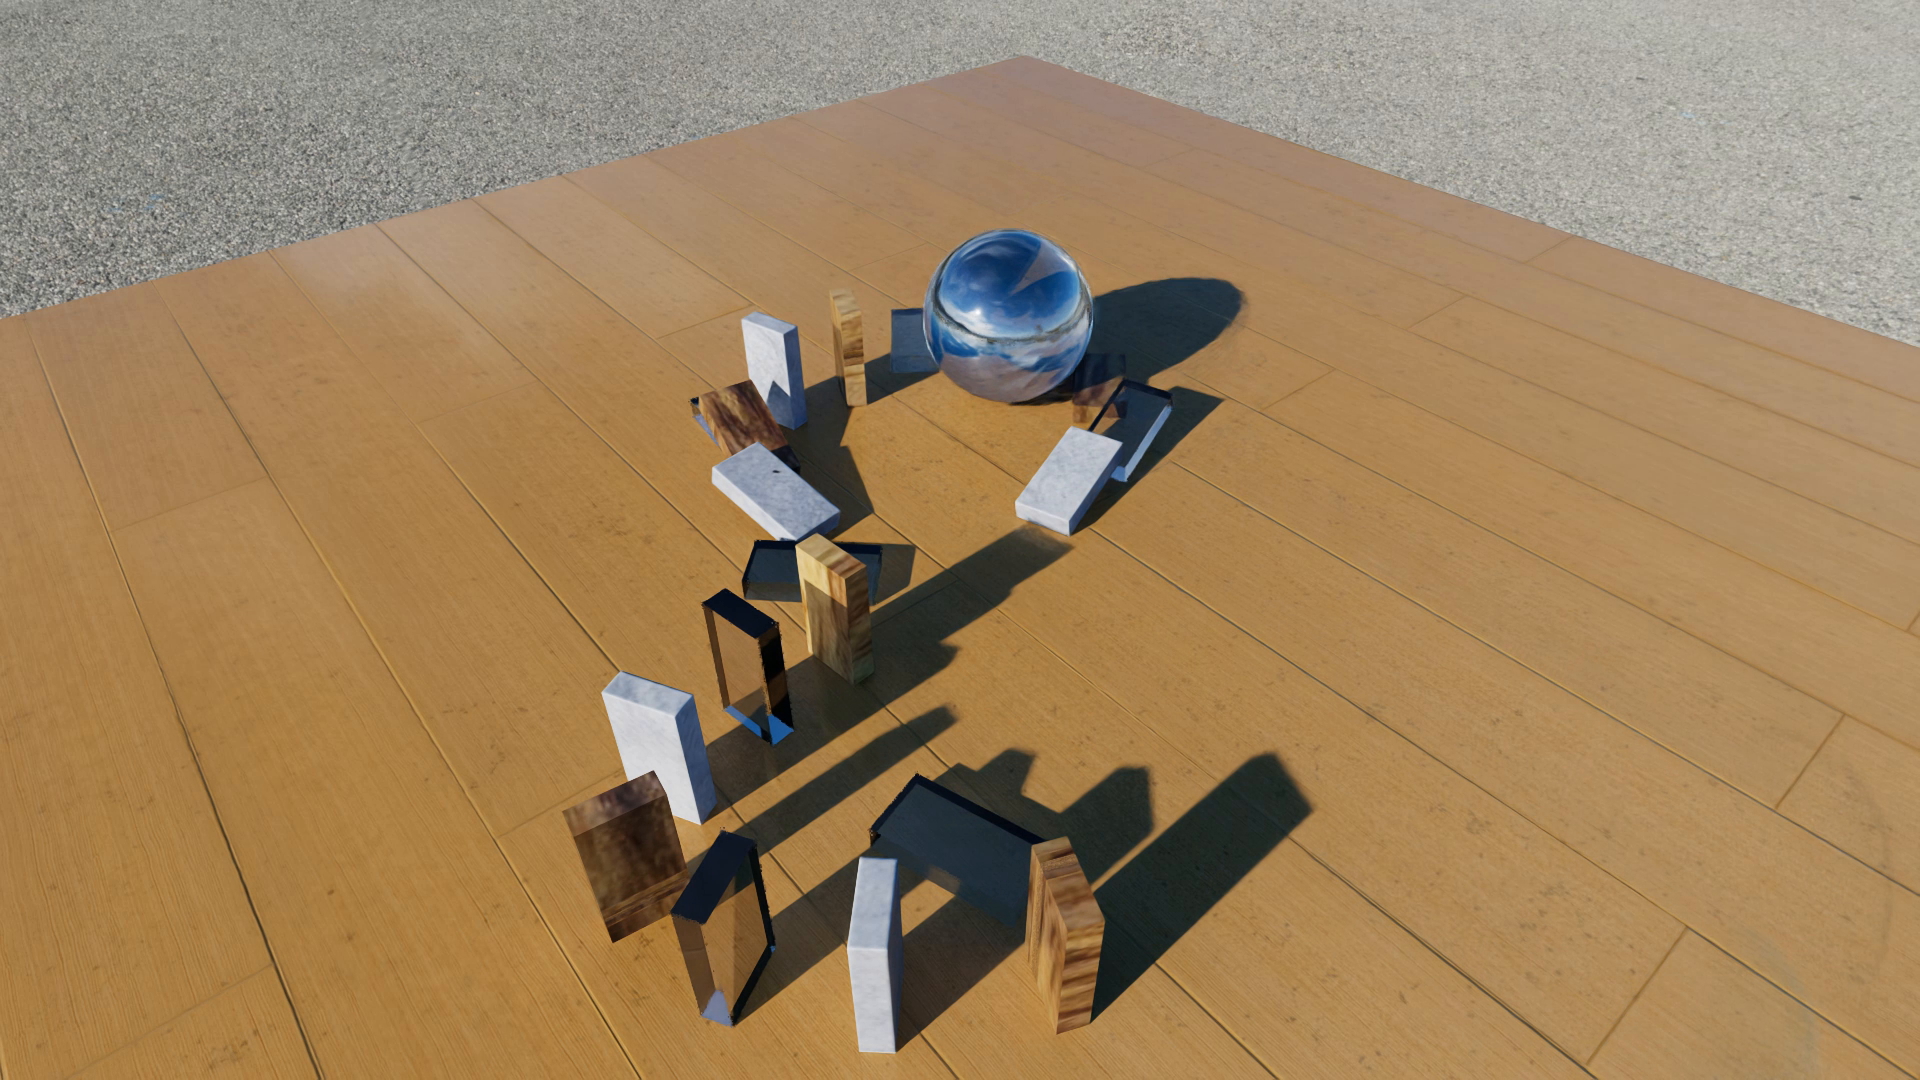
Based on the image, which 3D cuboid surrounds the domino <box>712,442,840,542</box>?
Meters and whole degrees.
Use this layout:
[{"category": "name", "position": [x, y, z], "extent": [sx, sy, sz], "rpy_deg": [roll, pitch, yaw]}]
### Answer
[{"category": "domino", "position": [-0.076, -0.018, 0.455], "extent": [0.050, 0.010, 0.025], "rpy_deg": [39, 52, 18]}]

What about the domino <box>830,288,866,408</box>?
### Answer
[{"category": "domino", "position": [-0.053, -0.091, 0.522], "extent": [0.010, 0.050, 0.025], "rpy_deg": [-11, 41, -13]}]

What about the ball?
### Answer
[{"category": "ball", "position": [0.022, -0.105, 0.515], "extent": [0.080, 0.080, 0.080], "rpy_deg": [0, 39, 0]}]

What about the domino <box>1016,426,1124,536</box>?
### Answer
[{"category": "domino", "position": [0.047, -0.026, 0.467], "extent": [0.025, 0.010, 0.050], "rpy_deg": [22, 56, 24]}]

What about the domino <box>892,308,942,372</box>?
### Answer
[{"category": "domino", "position": [-0.023, -0.104, 0.571], "extent": [0.025, 0.009, 0.050], "rpy_deg": [-2, 39, -2]}]

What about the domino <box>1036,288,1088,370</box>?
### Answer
[{"category": "domino", "position": [0.053, -0.110, 0.568], "extent": [0.025, 0.009, 0.050], "rpy_deg": [-25, 33, 23]}]

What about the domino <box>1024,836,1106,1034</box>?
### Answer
[{"category": "domino", "position": [0.026, 0.103, 0.286], "extent": [0.009, 0.050, 0.025], "rpy_deg": [-11, 41, -13]}]

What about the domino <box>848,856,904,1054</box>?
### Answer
[{"category": "domino", "position": [-0.021, 0.107, 0.281], "extent": [0.010, 0.050, 0.025], "rpy_deg": [2, 39, 2]}]

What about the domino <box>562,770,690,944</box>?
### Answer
[{"category": "domino", "position": [-0.090, 0.088, 0.304], "extent": [0.025, 0.050, 0.010], "rpy_deg": [-22, 44, -25]}]

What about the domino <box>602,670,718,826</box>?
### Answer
[{"category": "domino", "position": [-0.090, 0.064, 0.334], "extent": [0.025, 0.050, 0.009], "rpy_deg": [15, 42, 17]}]

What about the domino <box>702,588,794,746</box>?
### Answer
[{"category": "domino", "position": [-0.069, 0.042, 0.360], "extent": [0.025, 0.050, 0.010], "rpy_deg": [28, 47, 30]}]

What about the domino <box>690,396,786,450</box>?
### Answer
[{"category": "domino", "position": [-0.103, -0.053, 0.508], "extent": [0.025, 0.009, 0.050], "rpy_deg": [-22, 44, -25]}]

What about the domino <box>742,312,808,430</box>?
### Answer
[{"category": "domino", "position": [-0.085, -0.078, 0.506], "extent": [0.025, 0.050, 0.009], "rpy_deg": [24, 45, 26]}]

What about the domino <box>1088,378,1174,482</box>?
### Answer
[{"category": "domino", "position": [0.074, -0.050, 0.495], "extent": [0.025, 0.009, 0.050], "rpy_deg": [22, 58, 24]}]

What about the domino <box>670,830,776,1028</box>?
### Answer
[{"category": "domino", "position": [-0.061, 0.102, 0.287], "extent": [0.010, 0.050, 0.025], "rpy_deg": [13, 41, 15]}]

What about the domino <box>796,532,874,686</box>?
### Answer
[{"category": "domino", "position": [-0.043, 0.024, 0.382], "extent": [0.025, 0.050, 0.009], "rpy_deg": [31, 49, 32]}]

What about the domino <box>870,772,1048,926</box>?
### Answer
[{"category": "domino", "position": [0.001, 0.092, 0.331], "extent": [0.050, 0.009, 0.025], "rpy_deg": [22, 44, 25]}]

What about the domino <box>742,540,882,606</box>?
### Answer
[{"category": "domino", "position": [-0.057, 0.013, 0.428], "extent": [0.050, 0.010, 0.025], "rpy_deg": [3, 39, 3]}]

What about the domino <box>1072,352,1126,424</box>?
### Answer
[{"category": "domino", "position": [0.068, -0.074, 0.534], "extent": [0.025, 0.010, 0.050], "rpy_deg": [3, 39, 4]}]

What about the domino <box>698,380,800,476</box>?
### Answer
[{"category": "domino", "position": [-0.093, -0.046, 0.484], "extent": [0.025, 0.009, 0.050], "rpy_deg": [-22, 68, -25]}]
